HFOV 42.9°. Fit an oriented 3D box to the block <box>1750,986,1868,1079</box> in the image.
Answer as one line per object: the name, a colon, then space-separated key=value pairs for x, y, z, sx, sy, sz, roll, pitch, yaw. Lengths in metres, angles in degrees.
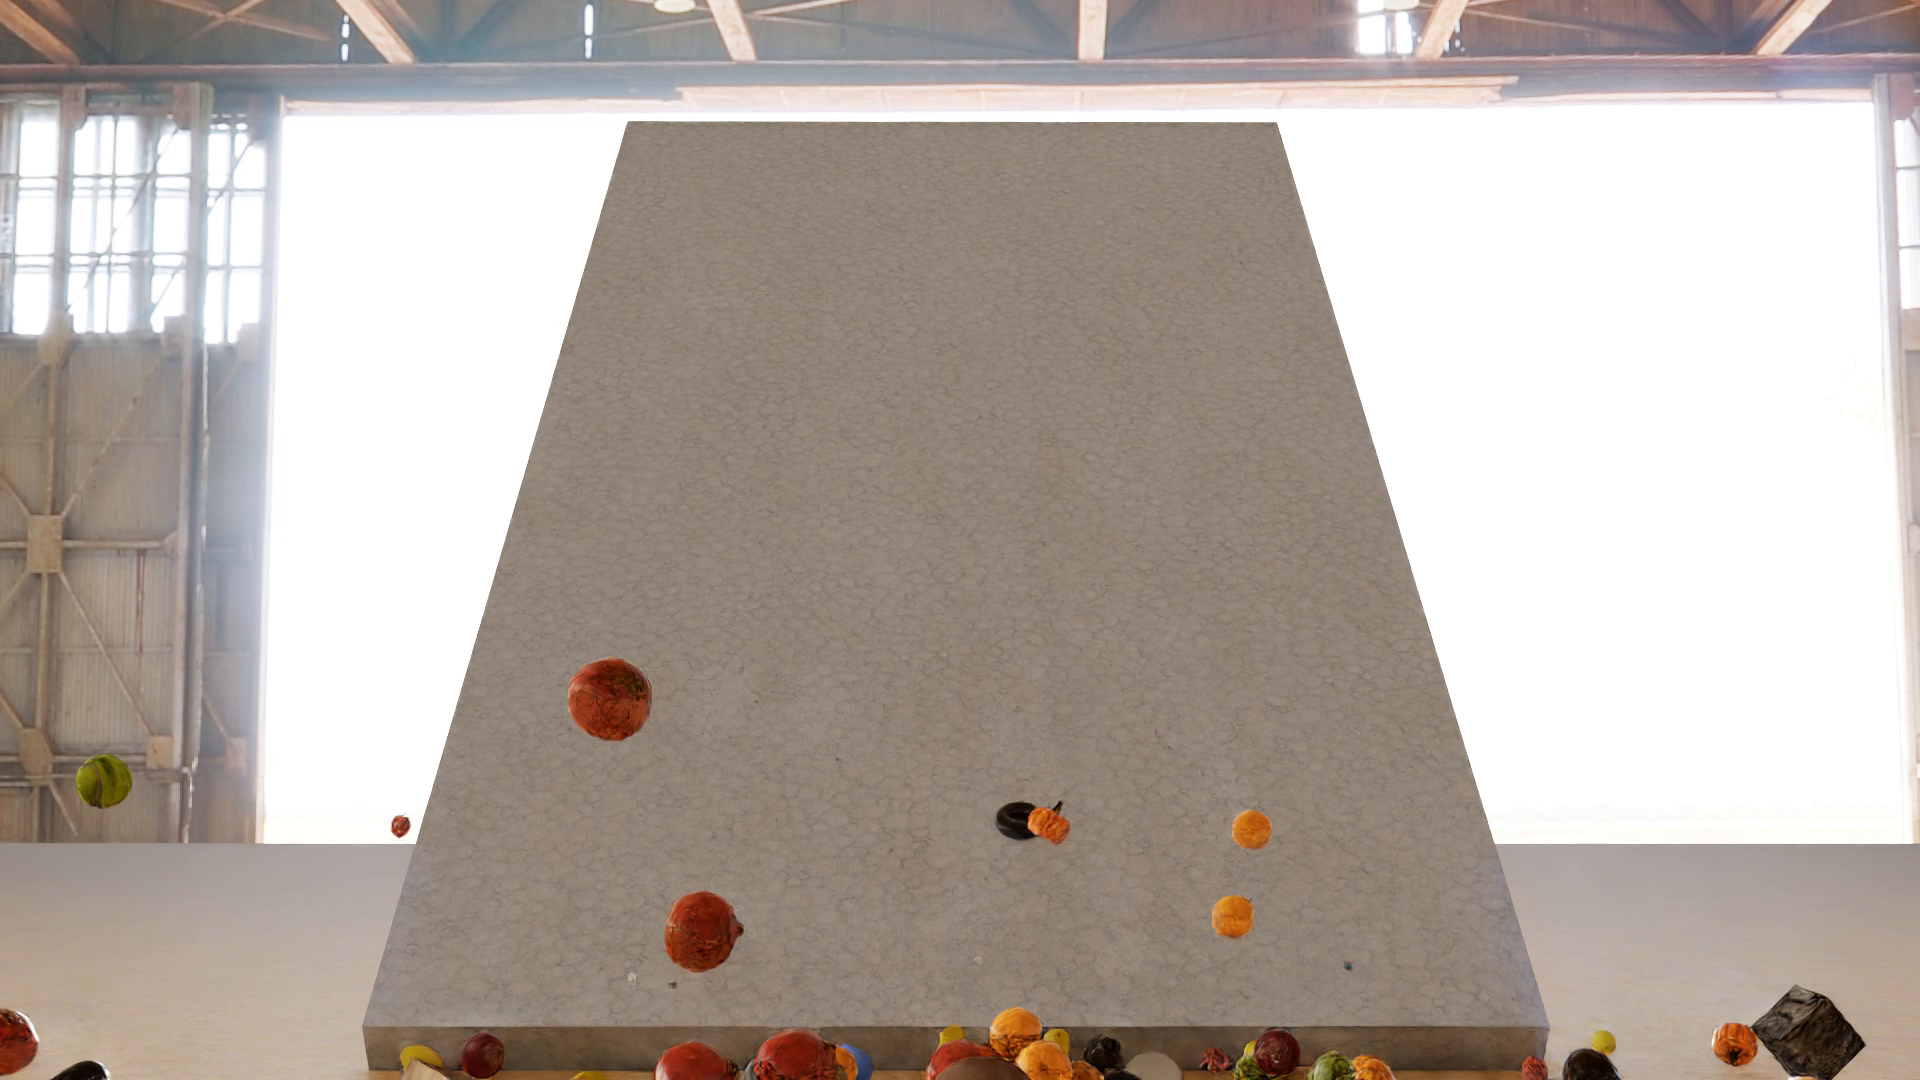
block: x=1.206 y=0.706 z=3.475 sx=0.092 sy=0.092 sz=0.092 roll=-41 pitch=6 yaw=-7

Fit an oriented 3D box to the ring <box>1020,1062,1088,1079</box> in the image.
ring: x=0.143 y=0.827 z=3.736 sx=0.108 sy=0.036 sz=0.108 roll=-13 pitch=3 yaw=1

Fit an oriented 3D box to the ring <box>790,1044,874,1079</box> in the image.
ring: x=-0.209 y=0.831 z=3.841 sx=0.145 sy=0.048 sz=0.145 roll=0 pitch=4 yaw=0

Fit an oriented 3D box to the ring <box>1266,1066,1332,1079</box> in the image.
ring: x=0.528 y=0.841 z=3.800 sx=0.106 sy=0.035 sz=0.106 roll=-1 pitch=-5 yaw=0

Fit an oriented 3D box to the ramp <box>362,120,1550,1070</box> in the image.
ramp: x=-0.015 y=-0.193 z=5.837 sx=2.000 sy=0.100 sz=4.000 roll=0 pitch=32 yaw=0

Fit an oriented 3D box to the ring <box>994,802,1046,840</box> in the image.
ring: x=0.113 y=0.524 z=4.558 sx=0.098 sy=0.033 sz=0.098 roll=1 pitch=31 yaw=-1

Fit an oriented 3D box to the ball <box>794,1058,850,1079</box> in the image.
ball: x=-0.197 y=0.780 z=3.484 sx=0.081 sy=0.081 sz=0.081 roll=0 pitch=-7 yaw=0

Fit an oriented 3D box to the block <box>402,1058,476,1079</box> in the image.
block: x=-0.402 y=0.483 z=1.964 sx=0.090 sy=0.090 sz=0.090 roll=11 pitch=-16 yaw=46

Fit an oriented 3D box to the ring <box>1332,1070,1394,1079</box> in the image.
ring: x=0.620 y=0.838 z=3.762 sx=0.101 sy=0.034 sz=0.101 roll=0 pitch=-6 yaw=0

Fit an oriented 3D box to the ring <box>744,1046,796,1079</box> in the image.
ring: x=-0.293 y=0.815 z=3.747 sx=0.089 sy=0.089 sz=0.030 roll=-5 pitch=-49 yaw=36
